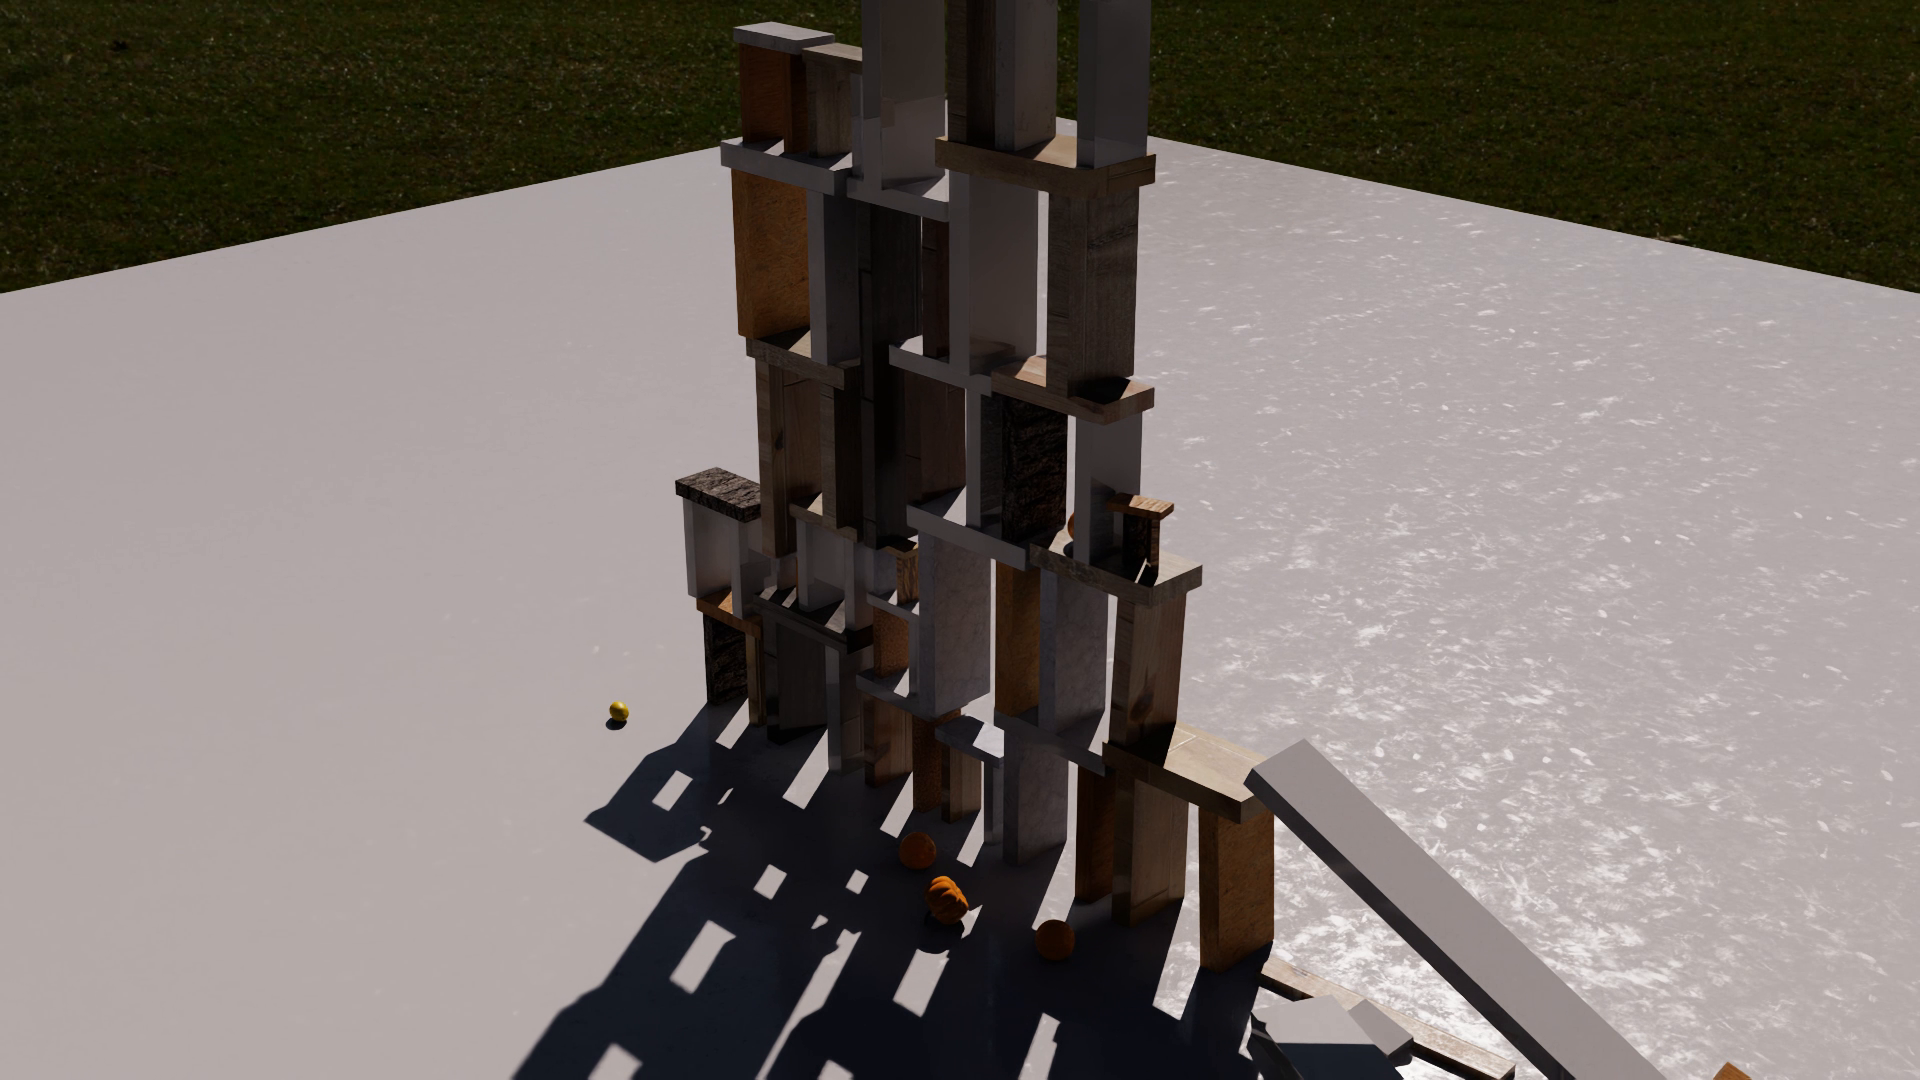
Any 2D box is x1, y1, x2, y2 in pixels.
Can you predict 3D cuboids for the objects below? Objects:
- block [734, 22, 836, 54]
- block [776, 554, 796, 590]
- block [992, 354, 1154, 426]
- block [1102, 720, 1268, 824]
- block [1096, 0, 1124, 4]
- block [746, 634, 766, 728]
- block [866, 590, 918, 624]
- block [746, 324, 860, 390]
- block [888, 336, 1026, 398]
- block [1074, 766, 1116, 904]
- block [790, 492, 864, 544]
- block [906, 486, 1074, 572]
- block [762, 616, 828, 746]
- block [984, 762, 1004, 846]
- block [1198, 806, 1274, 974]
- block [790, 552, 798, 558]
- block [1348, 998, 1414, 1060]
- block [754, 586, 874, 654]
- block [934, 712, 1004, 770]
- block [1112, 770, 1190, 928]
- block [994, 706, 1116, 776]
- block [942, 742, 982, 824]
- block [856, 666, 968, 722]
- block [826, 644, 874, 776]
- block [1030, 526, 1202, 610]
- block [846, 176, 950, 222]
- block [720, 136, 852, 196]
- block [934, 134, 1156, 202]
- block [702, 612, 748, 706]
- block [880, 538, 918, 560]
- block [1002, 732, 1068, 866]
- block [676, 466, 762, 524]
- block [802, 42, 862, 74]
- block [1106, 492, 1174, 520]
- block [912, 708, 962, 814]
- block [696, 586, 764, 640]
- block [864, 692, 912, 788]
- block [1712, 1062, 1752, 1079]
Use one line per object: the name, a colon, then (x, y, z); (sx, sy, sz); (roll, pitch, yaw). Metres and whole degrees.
block: (-0.335, -0.954, 4.180); (0.094, 0.027, 0.189); (-20, 30, -39)
block: (-0.366, 0.056, 4.650); (0.047, 0.094, 0.013); (-21, 30, -41)
block: (0.198, -0.268, 3.892); (0.267, 0.038, 0.134); (21, 31, 40)
block: (0.426, 0.405, 3.932); (0.318, 0.045, 0.159); (21, 31, 41)
block: (0.190, -0.927, 3.620); (0.272, 0.039, 0.136); (21, 31, 40)
block: (-0.412, 0.290, 4.798); (0.109, 0.219, 0.031); (-21, 31, -41)
block: (-0.104, 0.128, 4.397); (0.079, 0.022, 0.157); (-21, 31, -40)
block: (-0.272, -0.368, 4.357); (0.149, 0.042, 0.298); (-21, 30, -40)
block: (0.008, -0.329, 4.074); (0.266, 0.038, 0.133); (21, 31, 40)
block: (0.282, 0.531, 4.146); (0.040, 0.284, 0.142); (21, 31, 41)
block: (-0.240, -0.049, 4.458); (0.203, 0.029, 0.102); (21, 31, 40)
block: (0.063, -0.027, 4.146); (0.310, 0.044, 0.155); (21, 31, 41)
block: (-0.349, 0.280, 4.724); (0.042, 0.294, 0.147); (21, 31, 41)
block: (0.087, 0.506, 4.340); (0.089, 0.178, 0.025); (-21, 31, -40)
block: (0.496, 0.600, 3.938); (0.159, 0.318, 0.045); (-21, 27, -41)
block: (-0.345, 0.016, 4.607); (0.094, 0.013, 0.047); (20, 30, 39)
block: (0.710, 0.834, 3.743); (0.059, 0.017, 0.118); (-29, 38, -22)
block: (-0.280, 0.153, 4.594); (0.147, 0.042, 0.294); (-21, 31, -40)
block: (0.045, 0.396, 4.339); (0.089, 0.025, 0.178); (-21, 31, -40)
block: (0.354, 0.545, 4.069); (0.045, 0.318, 0.159); (21, 31, 41)
block: (0.214, 0.356, 4.145); (0.283, 0.040, 0.142); (21, 31, 41)
block: (0.003, 0.473, 4.418); (0.089, 0.178, 0.025); (-21, 31, -41)
block: (-0.098, 0.303, 4.456); (0.216, 0.031, 0.108); (21, 31, 41)
block: (-0.209, 0.334, 4.597); (0.147, 0.294, 0.042); (-21, 31, -40)
block: (0.278, 0.043, 3.944); (0.143, 0.041, 0.286); (-21, 30, -40)
block: (-0.073, -0.637, 4.039); (0.130, 0.037, 0.260); (-21, 31, -40)
block: (-0.289, -0.729, 4.228); (0.169, 0.048, 0.337); (-21, 31, -40)
block: (0.144, -0.654, 3.787); (0.353, 0.050, 0.176); (21, 31, 40)
block: (-0.515, 0.250, 4.893); (0.031, 0.219, 0.109); (21, 31, 41)
block: (-0.126, 0.010, 4.363); (0.051, 0.015, 0.103); (-21, 30, -40)
block: (0.148, 0.479, 4.270); (0.142, 0.283, 0.040); (-21, 31, -40)
block: (-0.493, -0.098, 4.718); (0.231, 0.033, 0.116); (21, 31, 40)
block: (-0.202, -0.889, 4.061); (0.088, 0.025, 0.175); (-21, 31, -40)
block: (0.315, -0.059, 3.842); (0.105, 0.015, 0.053); (12, 26, 28)
block: (-0.047, 0.436, 4.457); (0.031, 0.216, 0.108); (21, 31, 41)
block: (-0.464, 0.155, 4.796); (0.109, 0.031, 0.219); (-21, 31, -41)
block: (-0.148, 0.396, 4.550); (0.031, 0.216, 0.108); (21, 31, 41)
block: (1.210, 0.946, 3.404); (0.149, 0.042, 0.299); (35, 34, 15)
